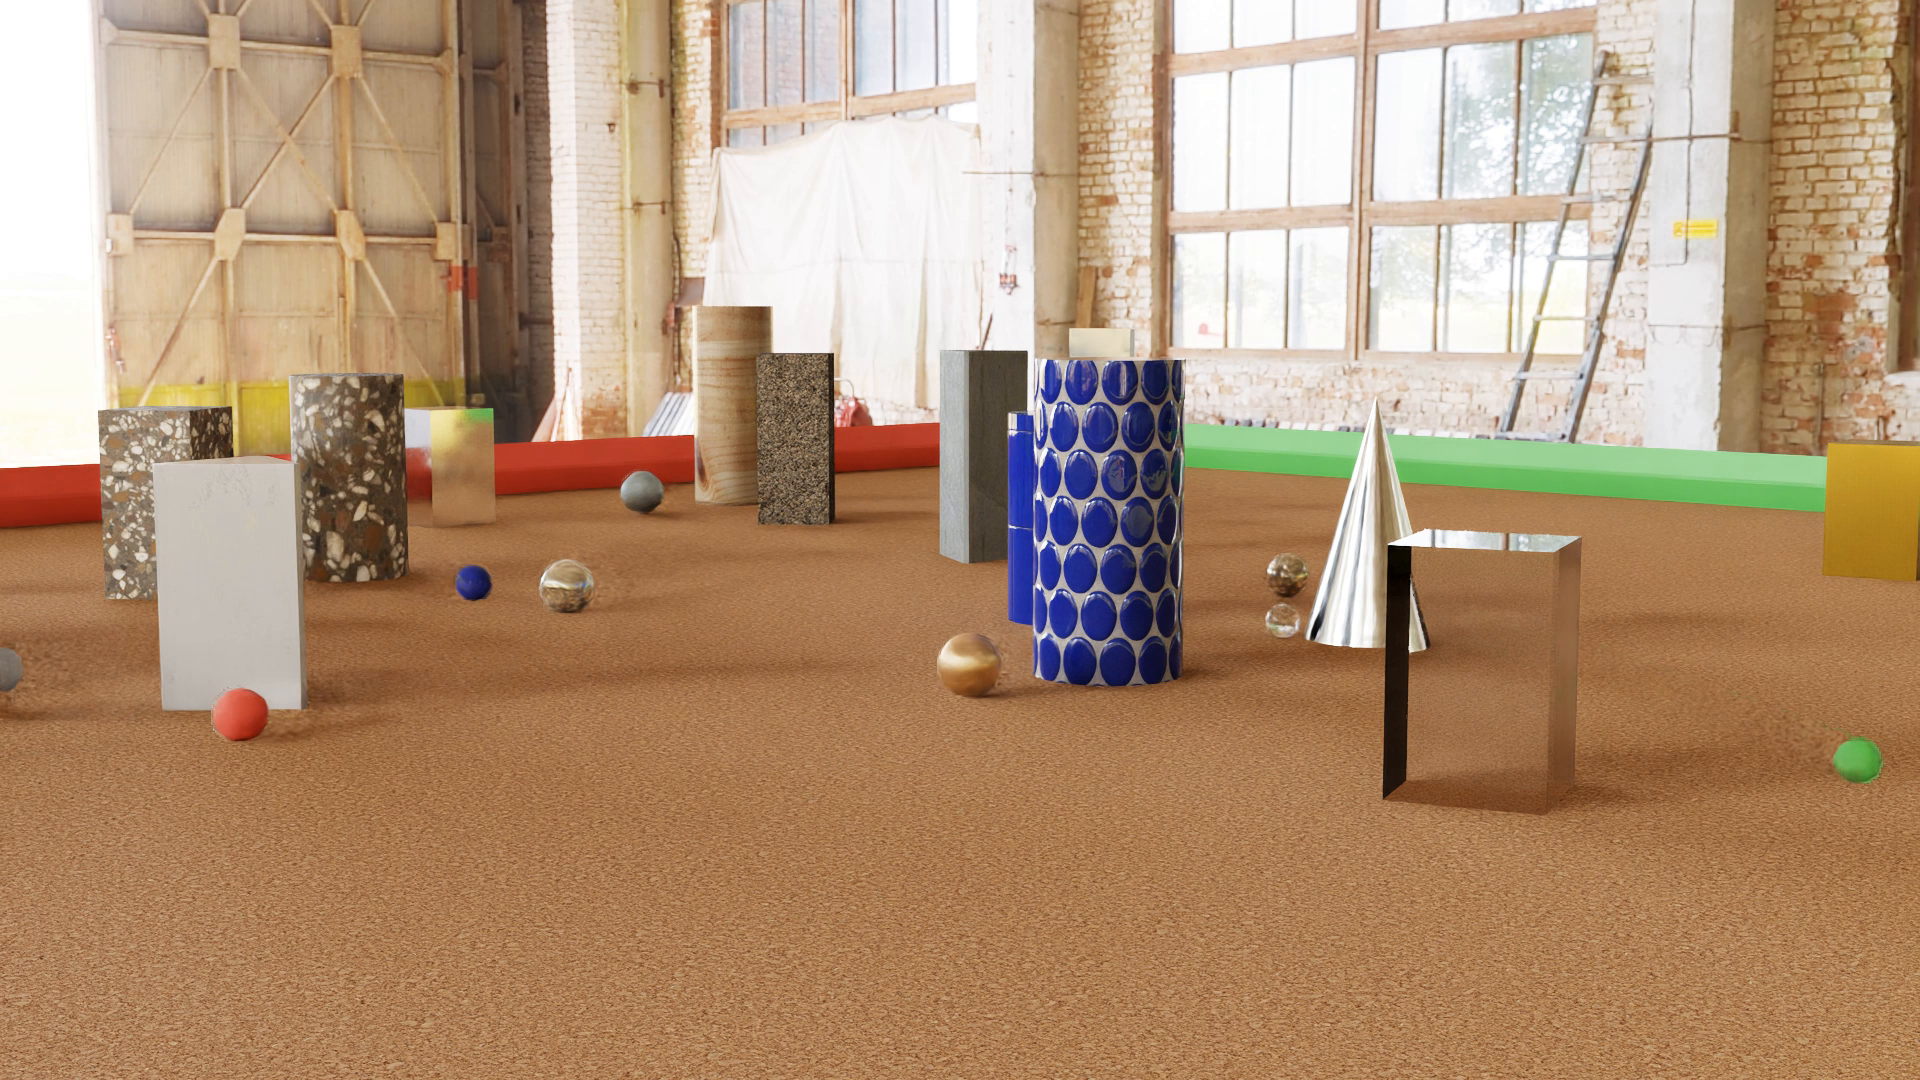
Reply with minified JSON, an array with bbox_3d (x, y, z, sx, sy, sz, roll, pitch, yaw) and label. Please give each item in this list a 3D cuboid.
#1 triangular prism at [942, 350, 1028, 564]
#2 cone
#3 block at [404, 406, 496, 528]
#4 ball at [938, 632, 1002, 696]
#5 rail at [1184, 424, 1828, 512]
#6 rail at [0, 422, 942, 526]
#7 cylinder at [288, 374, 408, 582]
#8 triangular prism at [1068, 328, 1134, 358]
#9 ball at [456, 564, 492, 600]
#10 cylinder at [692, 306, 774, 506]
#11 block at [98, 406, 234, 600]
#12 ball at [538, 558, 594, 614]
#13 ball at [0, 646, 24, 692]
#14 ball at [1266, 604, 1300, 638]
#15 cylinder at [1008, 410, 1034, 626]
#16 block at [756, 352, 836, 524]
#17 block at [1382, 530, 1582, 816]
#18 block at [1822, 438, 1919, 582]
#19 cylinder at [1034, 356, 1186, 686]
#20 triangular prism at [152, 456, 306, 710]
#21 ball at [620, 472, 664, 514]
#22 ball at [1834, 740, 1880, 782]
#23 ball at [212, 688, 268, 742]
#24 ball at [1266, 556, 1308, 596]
[{"bbox_3d":[0.016,-0.152,3.885,0.136,0.365,0.157,6,8,44],"label":"triangular prism"},{"bbox_3d":[0.553,-0.031,2.938,0.181,0.326,0.181,0,6,0],"label":"cone"},{"bbox_3d":[-1.051,-0.151,4.483,0.145,0.236,0.145,-6,8,-44],"label":"block"},{"bbox_3d":[0.012,0.142,2.511,0.073,0.073,0.073,0,6,0],"label":"ball"},{"bbox_3d":[1.696,-0.136,4.889,0.045,0.118,4.218,-6,8,-42],"label":"rail"},{"bbox_3d":[-1.414,-0.132,4.856,4.663,0.118,0.045,-6,8,-42],"label":"rail"},{"bbox_3d":[-1.005,-0.106,3.621,0.181,0.331,0.181,0,6,0],"label":"cylinder"},{"bbox_3d":[0.335,-0.254,4.704,0.157,0.395,0.136,4,7,35],"label":"triangular prism"},{"bbox_3d":[-0.734,0.064,3.322,0.055,0.055,0.055,0,6,0],"label":"ball"},{"bbox_3d":[-0.509,-0.305,4.957,0.181,0.442,0.181,0,6,0],"label":"cylinder"},{"bbox_3d":[-1.220,-0.060,3.394,0.145,0.287,0.145,1,6,7],"label":"block"},{"bbox_3d":[-0.568,0.067,3.179,0.080,0.080,0.080,0,6,0],"label":"ball"},{"bbox_3d":[-1.108,0.149,2.534,0.054,0.054,0.054,0,6,0],"label":"ball"},{"bbox_3d":[0.433,0.109,2.948,0.046,0.046,0.046,0,6,0],"label":"ball"},{"bbox_3d":[0.158,-0.034,3.121,0.181,0.293,0.181,0,6,0],"label":"cylinder"},{"bbox_3d":[-0.337,-0.210,4.527,0.145,0.345,0.145,0,6,1],"label":"block"},{"bbox_3d":[0.478,0.116,2.008,0.145,0.232,0.145,3,7,25],"label":"block"},{"bbox_3d":[1.527,-0.052,3.642,0.145,0.219,0.145,4,7,35],"label":"block"},{"bbox_3d":[0.179,-0.027,2.648,0.181,0.381,0.181,0,6,0],"label":"cylinder"},{"bbox_3d":[-0.804,0.045,2.483,0.157,0.272,0.136,0,6,-2],"label":"triangular prism"},{"bbox_3d":[-0.680,-0.102,4.708,0.091,0.091,0.091,0,6,0],"label":"ball"},{"bbox_3d":[0.839,0.207,2.056,0.041,0.041,0.041,0,6,0],"label":"ball"},{"bbox_3d":[-0.736,0.179,2.251,0.054,0.054,0.054,0,6,0],"label":"ball"},{"bbox_3d":[0.501,0.055,3.365,0.064,0.064,0.064,0,6,0],"label":"ball"}]
